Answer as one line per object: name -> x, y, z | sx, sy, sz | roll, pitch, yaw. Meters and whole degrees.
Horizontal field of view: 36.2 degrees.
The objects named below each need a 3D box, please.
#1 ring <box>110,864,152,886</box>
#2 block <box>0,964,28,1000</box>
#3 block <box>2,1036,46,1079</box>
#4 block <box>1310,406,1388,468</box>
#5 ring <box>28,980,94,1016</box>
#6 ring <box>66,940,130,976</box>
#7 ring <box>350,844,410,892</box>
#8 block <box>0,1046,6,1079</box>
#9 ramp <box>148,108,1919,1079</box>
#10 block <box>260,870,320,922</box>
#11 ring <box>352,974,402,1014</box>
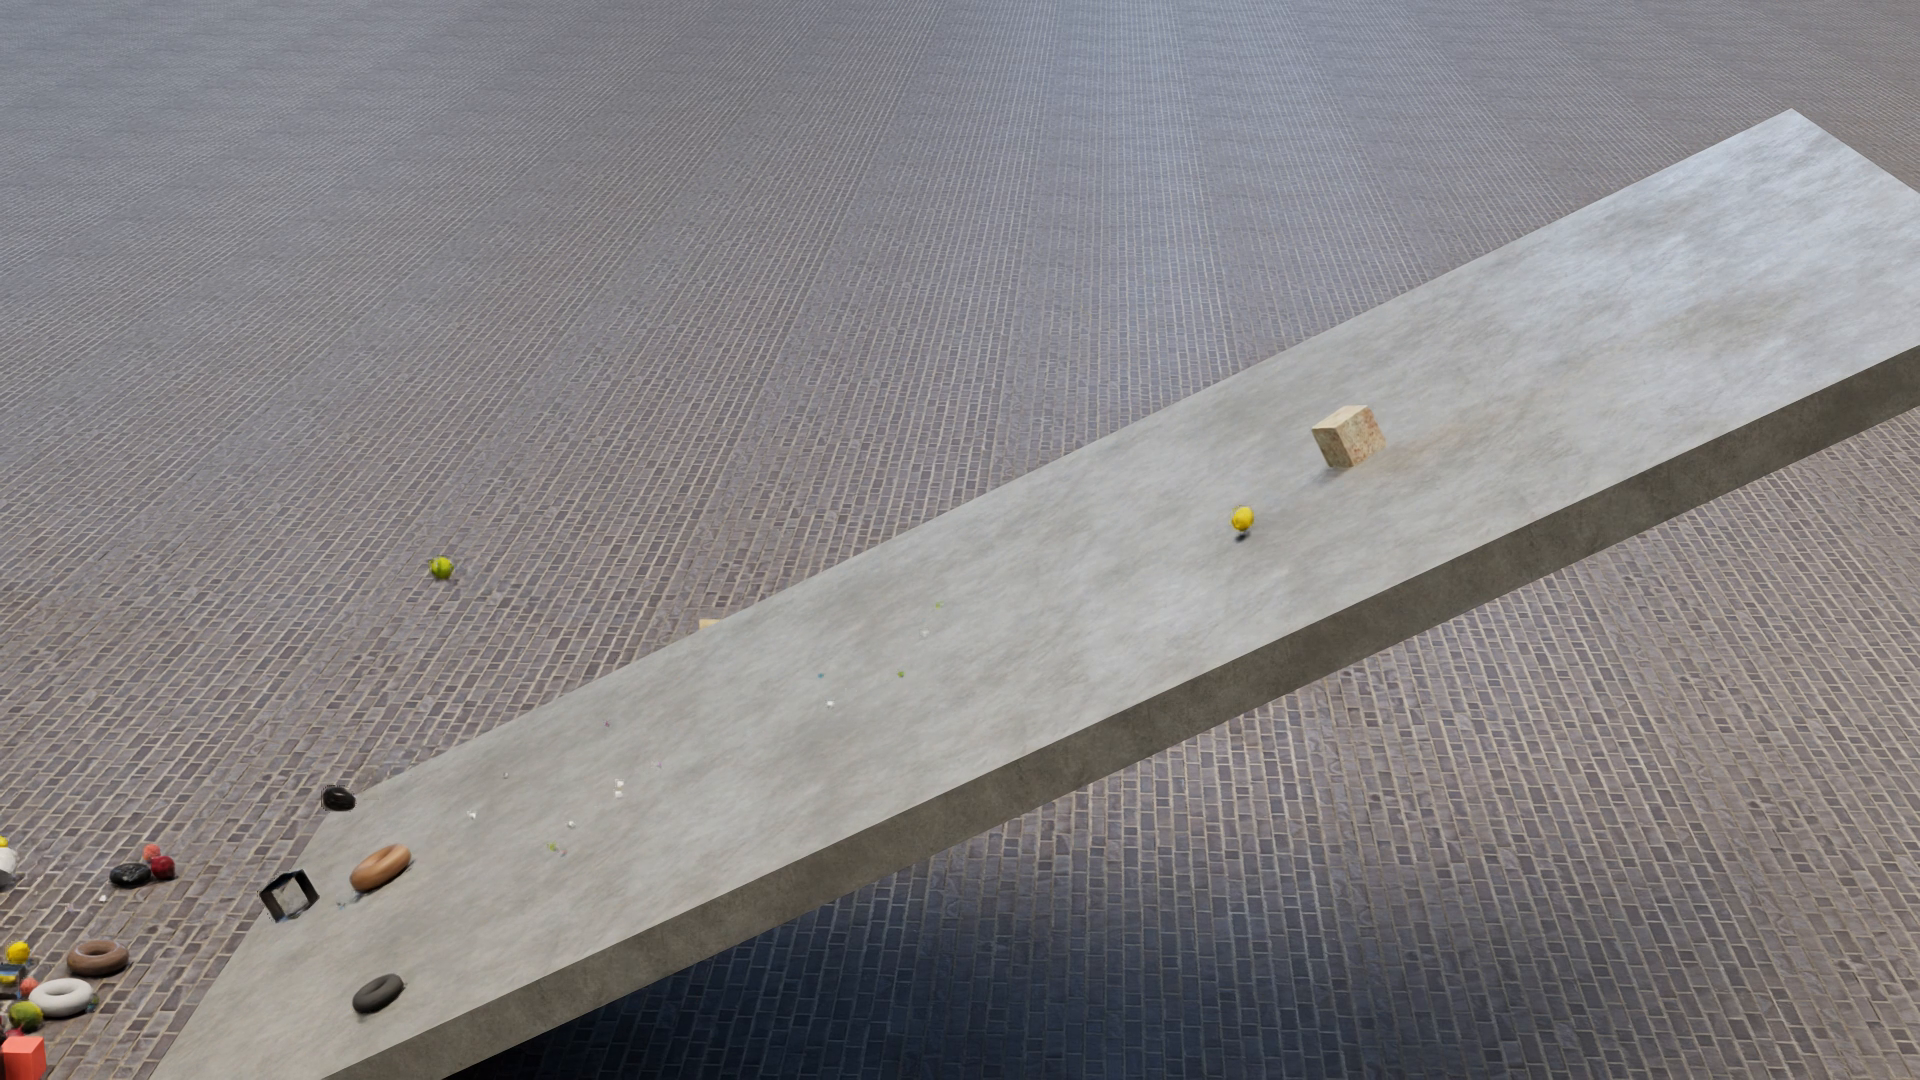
ring -> -2.066, 0.834, 7.323 | 0.102, 0.034, 0.102 | 0, 15, 0
block -> -2.168, 1.007, 6.702 | 0.061, 0.061, 0.061 | 1, 17, 4
block -> -2.013, 1.117, 6.310 | 0.075, 0.075, 0.075 | 1, 17, 3
block -> 0.792, -0.211, 5.990 | 0.093, 0.093, 0.093 | -33, 15, -21
ring -> -2.029, 1.033, 6.638 | 0.144, 0.048, 0.144 | -1, 16, 0
ring -> -2.006, 0.972, 6.843 | 0.141, 0.047, 0.141 | 0, 15, 0
ring -> -1.315, 0.743, 6.674 | 0.150, 0.050, 0.150 | -28, 13, 7
block -> -2.076, 1.136, 6.212 | 0.095, 0.095, 0.095 | -2, 17, -6
ramp -> 0.139, 0.168, 6.281 | 4.000, 0.100, 2.000 | -25, 14, 10
block -> -1.543, 0.820, 6.768 | 0.081, 0.081, 0.081 | -16, 18, 40
ring -> -1.152, 0.898, 5.824 | 0.108, 0.036, 0.108 | -25, 14, 7
